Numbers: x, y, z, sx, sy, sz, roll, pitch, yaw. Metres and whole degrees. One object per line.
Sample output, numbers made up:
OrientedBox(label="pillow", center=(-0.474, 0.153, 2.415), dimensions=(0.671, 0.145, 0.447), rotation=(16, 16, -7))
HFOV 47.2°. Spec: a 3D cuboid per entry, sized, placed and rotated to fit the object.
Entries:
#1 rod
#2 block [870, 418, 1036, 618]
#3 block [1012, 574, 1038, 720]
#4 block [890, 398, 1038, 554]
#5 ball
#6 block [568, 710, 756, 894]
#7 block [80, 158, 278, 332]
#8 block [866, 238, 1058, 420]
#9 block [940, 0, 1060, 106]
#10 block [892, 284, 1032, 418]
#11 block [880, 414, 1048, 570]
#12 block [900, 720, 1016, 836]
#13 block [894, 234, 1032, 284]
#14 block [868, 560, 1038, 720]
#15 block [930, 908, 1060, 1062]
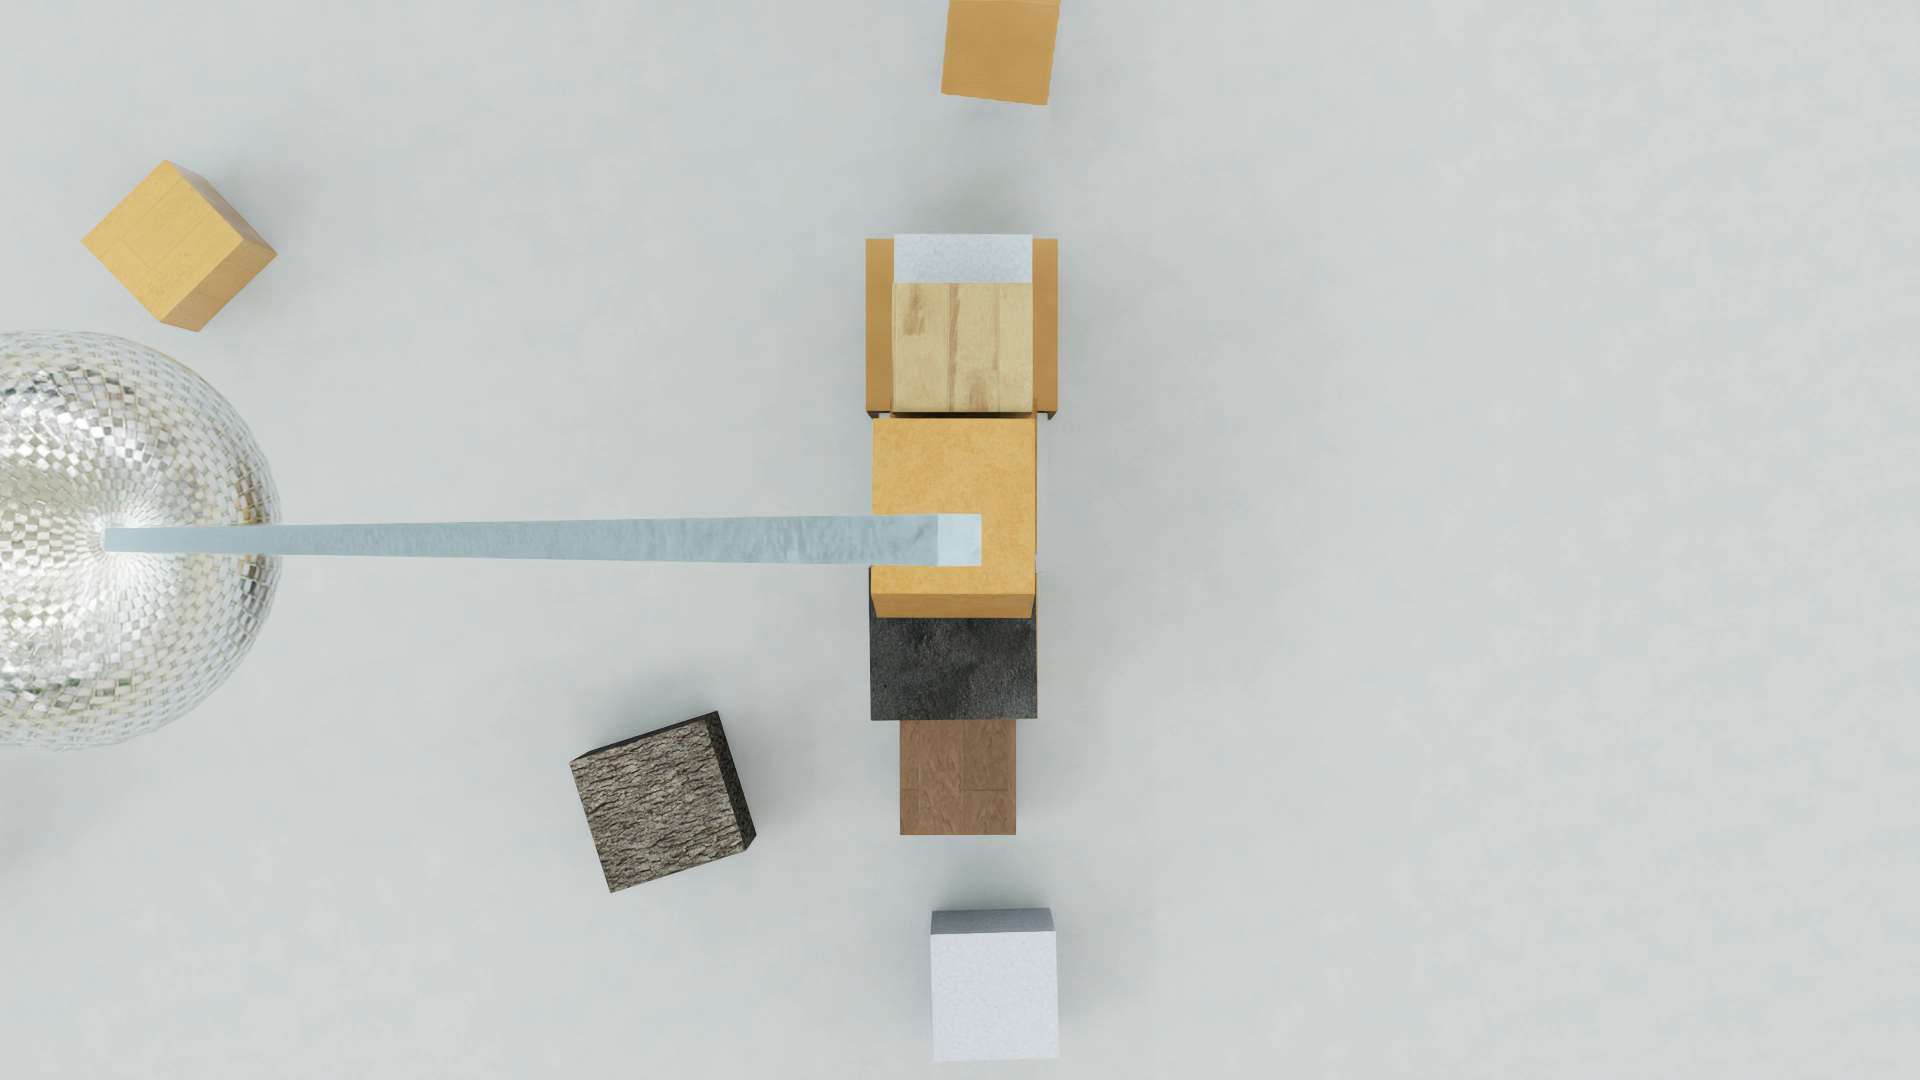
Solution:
OrientedBox(label="rod", center=(-1.469, 0.000, 5.518), dimensions=(0.080, 5.200, 0.080), rotation=(0, 90, -34))
OrientedBox(label="block", center=(-0.031, -0.094, 10.790), dimensions=(0.772, 0.744, 0.847), rotation=(0, 79, 0))
OrientedBox(label="block", center=(0.002, 0.582, 12.511), dimensions=(0.845, 0.977, 0.796), rotation=(0, 90, 0))
OrientedBox(label="block", center=(0.018, -0.349, 11.662), dimensions=(0.751, 0.843, 0.799), rotation=(0, 93, 0))
OrientedBox(label="ball", center=(-3.390, 0.000, 8.324), dimensions=(1.600, 1.600, 1.600), rotation=(0, 90, 0))
OrientedBox(label="block", center=(-1.698, 1.496, 12.667), dimensions=(0.797, 0.667, 0.772), rotation=(-18, 90, 0))
OrientedBox(label="block", center=(-4.491, -1.686, 12.689), dimensions=(0.667, 0.622, 0.636), rotation=(-44, 90, 0))
OrientedBox(label="block", center=(0.009, -1.181, 12.532), dimensions=(1.053, 0.935, 0.943), rotation=(0, 90, 0))
OrientedBox(label="block", center=(0.244, -2.947, 12.570), dimensions=(0.613, 0.571, 0.647), rotation=(7, 134, 0))
OrientedBox(label="block", center=(0.011, -0.930, 10.904), dimensions=(0.680, 0.570, 0.623), rotation=(0, 90, 0))
OrientedBox(label="block", center=(0.018, -0.267, 12.552), dimensions=(0.926, 0.896, 0.864), rotation=(0, 90, 0))
OrientedBox(label="block", center=(-0.012, 1.316, 12.654), dimensions=(0.652, 0.691, 0.670), rotation=(0, 90, 0))
OrientedBox(label="block", center=(0.015, -1.163, 11.627), dimensions=(0.703, 0.876, 0.786), rotation=(0, 90, 0))
OrientedBox(label="block", center=(-0.036, 0.510, 11.576), dimensions=(0.845, 0.893, 0.799), rotation=(-1, 90, 0))
OrientedBox(label="block", center=(0.193, 2.536, 12.610), dimensions=(0.697, 0.779, 0.704), rotation=(-2, 90, 0))
